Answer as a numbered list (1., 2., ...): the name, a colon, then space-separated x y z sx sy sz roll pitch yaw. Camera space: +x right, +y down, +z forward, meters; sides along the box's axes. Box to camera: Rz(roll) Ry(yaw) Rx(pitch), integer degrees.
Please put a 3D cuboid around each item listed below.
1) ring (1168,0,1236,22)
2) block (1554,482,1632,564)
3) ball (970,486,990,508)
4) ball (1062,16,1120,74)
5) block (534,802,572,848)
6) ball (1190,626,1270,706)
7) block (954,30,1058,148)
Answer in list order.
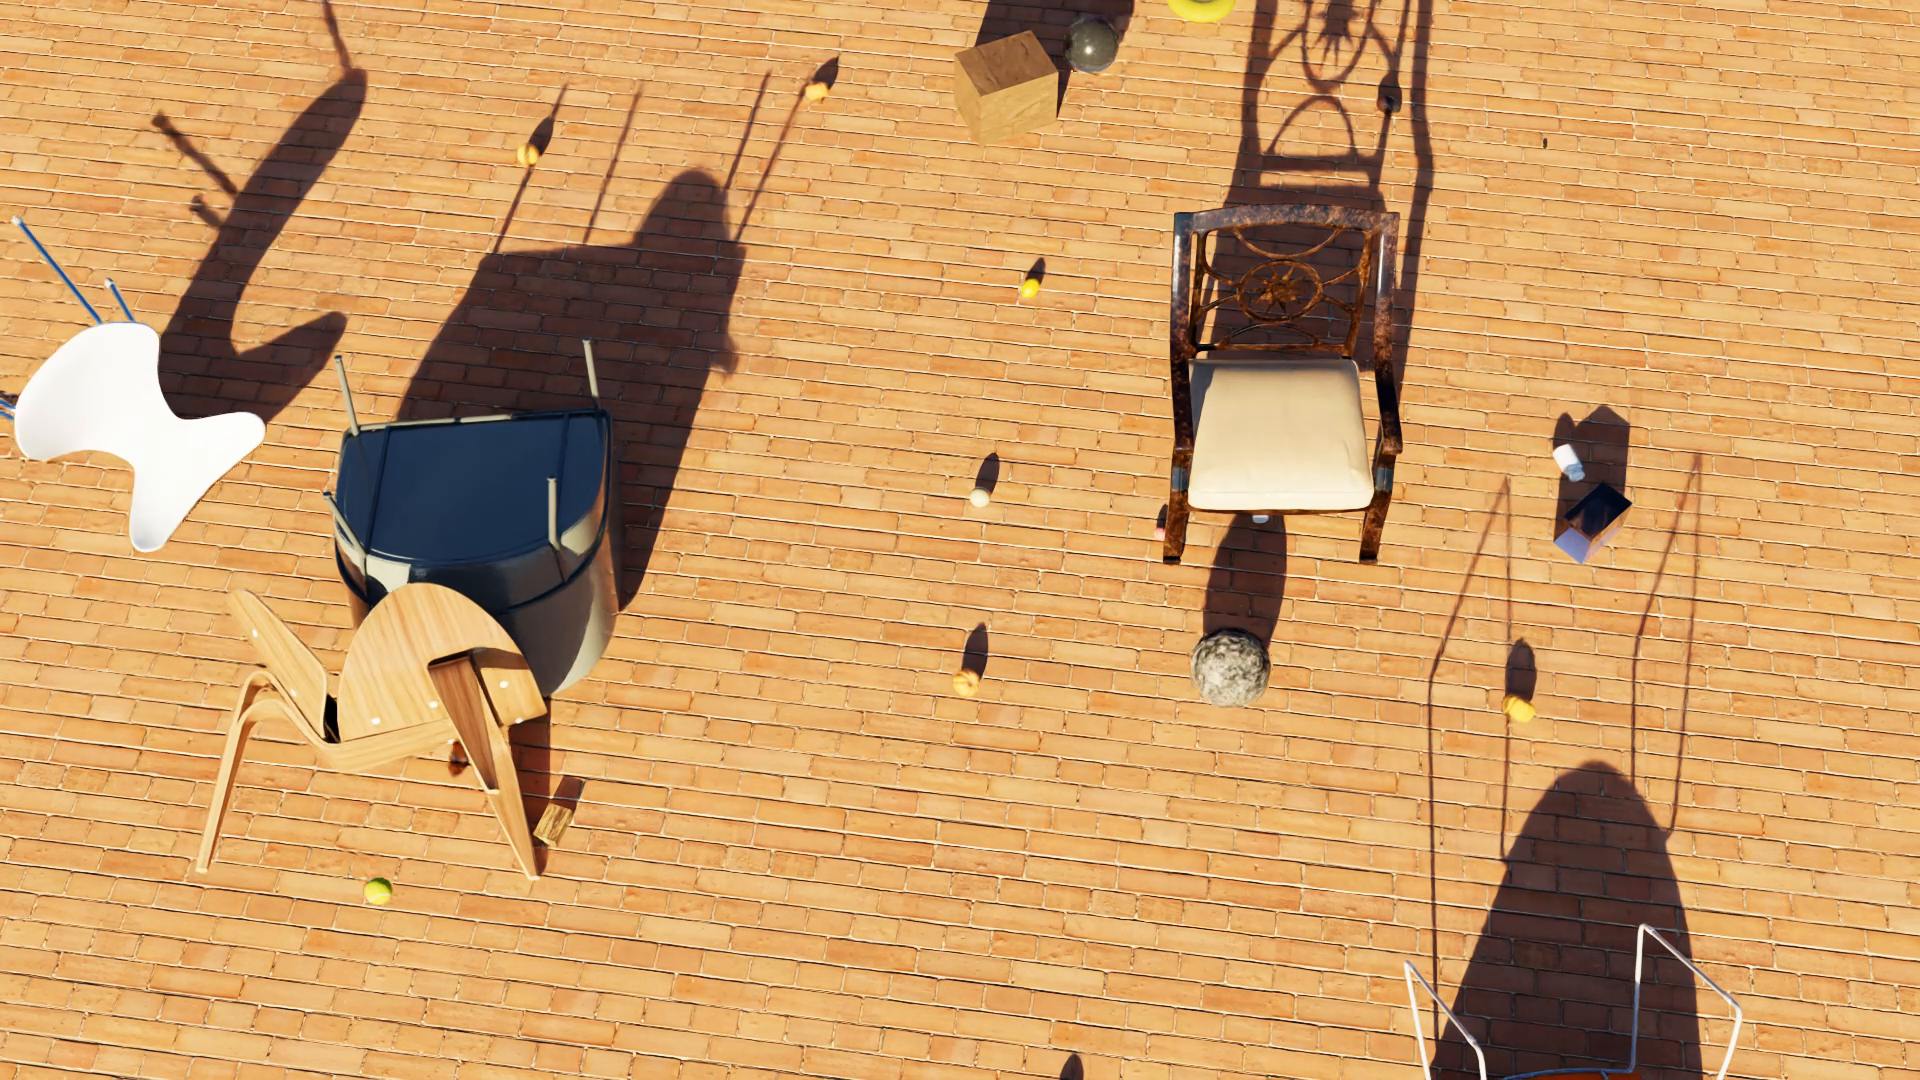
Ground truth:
1. ring: 0.859 -1.949 7.844 0.257 0.063 0.272 -4 57 -4
2. block: 1.877 -0.050 6.525 0.189 0.136 0.109 -37 64 -22
3. ball: 0.061 -0.130 6.622 0.064 0.064 0.064 0 56 0
4. ball: 0.453 -1.715 7.606 0.197 0.197 0.197 0 56 0
5. block: -1.115 0.781 6.027 0.066 0.038 0.102 16 58 11
6. ball: 0.762 0.357 6.198 0.226 0.226 0.226 0 56 0
7. block: 0.155 -1.531 7.458 0.284 0.238 0.220 -20 58 -13
